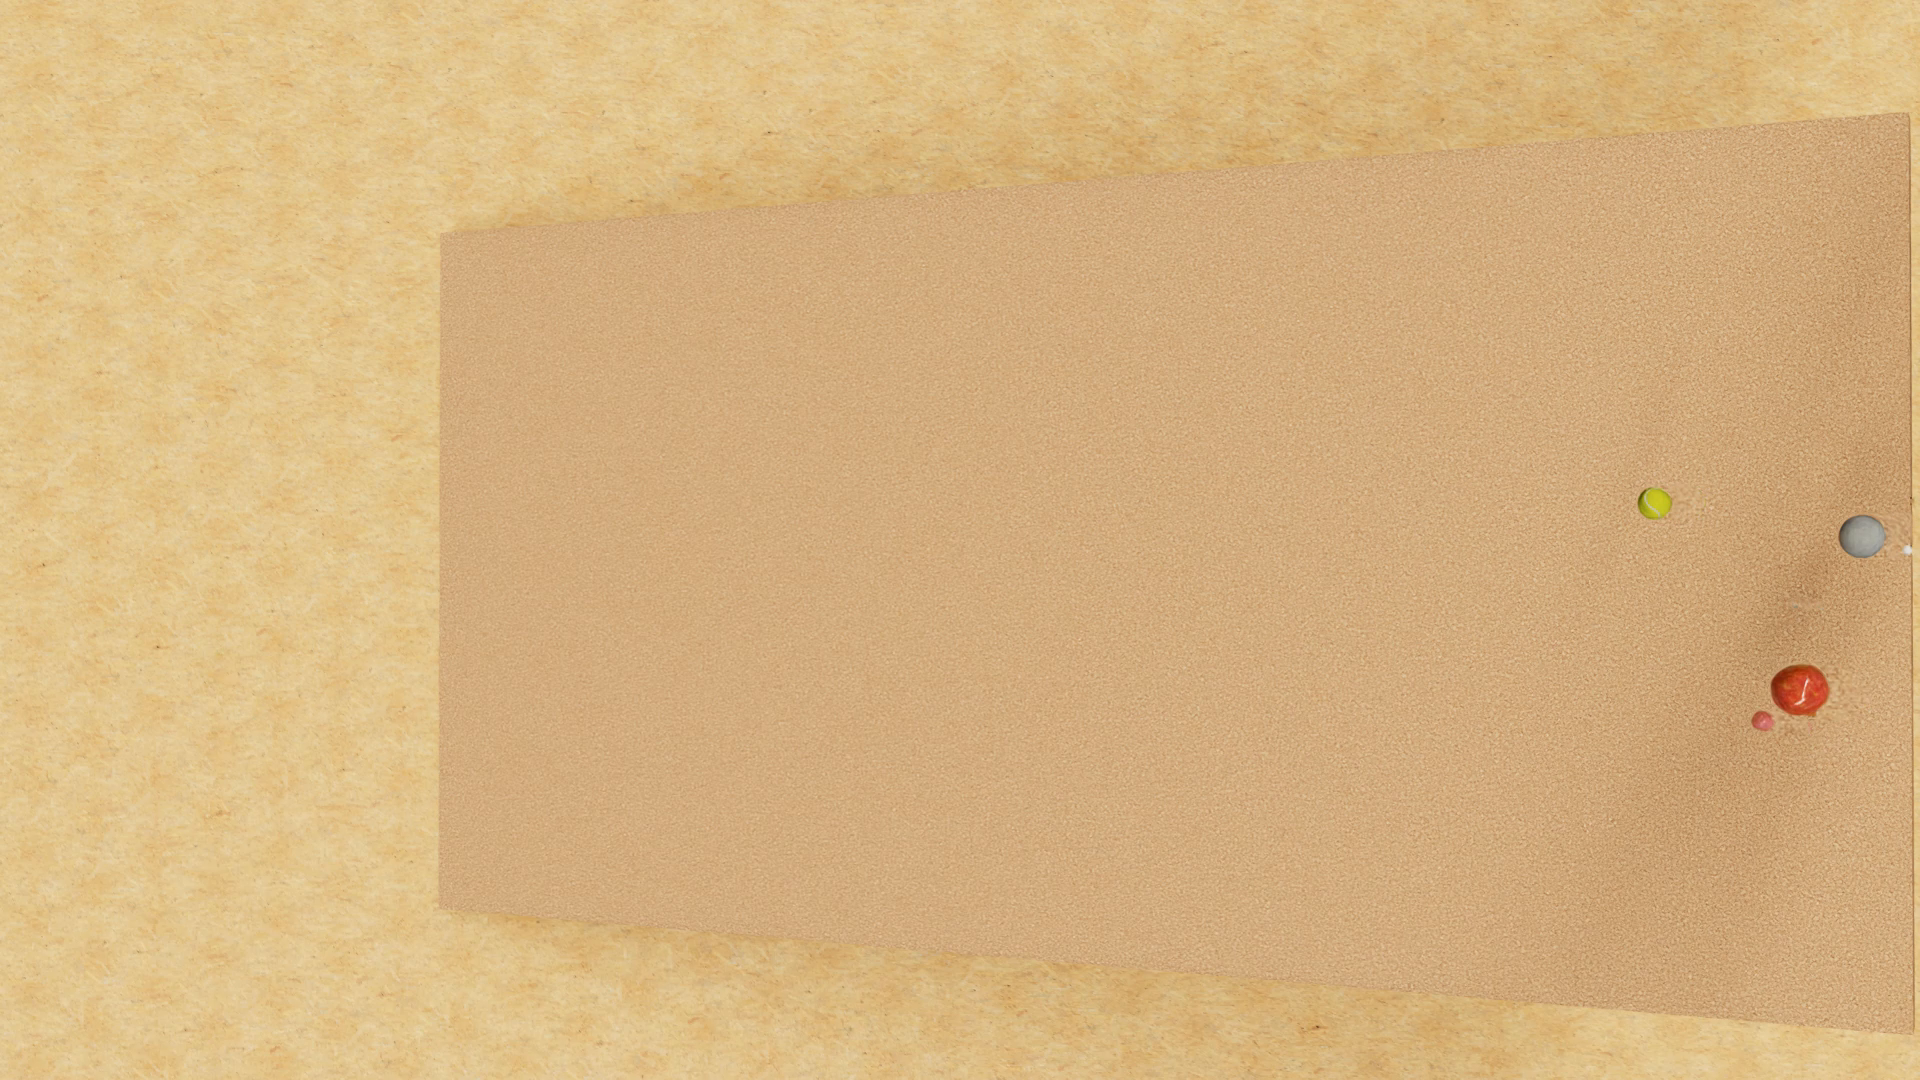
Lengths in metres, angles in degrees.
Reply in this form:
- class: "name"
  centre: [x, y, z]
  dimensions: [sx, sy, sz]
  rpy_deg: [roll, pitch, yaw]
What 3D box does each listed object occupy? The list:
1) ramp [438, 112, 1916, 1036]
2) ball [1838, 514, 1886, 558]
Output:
- class: "ramp"
  centre: [0.281, 0.081, 5.679]
  dimensions: [4.000, 0.100, 2.000]
  rpy_deg: [0, 89, 26]
- class: "ball"
  centre: [1.887, -0.007, 4.601]
  dimensions: [0.091, 0.091, 0.091]
  rpy_deg: [0, 89, 0]
